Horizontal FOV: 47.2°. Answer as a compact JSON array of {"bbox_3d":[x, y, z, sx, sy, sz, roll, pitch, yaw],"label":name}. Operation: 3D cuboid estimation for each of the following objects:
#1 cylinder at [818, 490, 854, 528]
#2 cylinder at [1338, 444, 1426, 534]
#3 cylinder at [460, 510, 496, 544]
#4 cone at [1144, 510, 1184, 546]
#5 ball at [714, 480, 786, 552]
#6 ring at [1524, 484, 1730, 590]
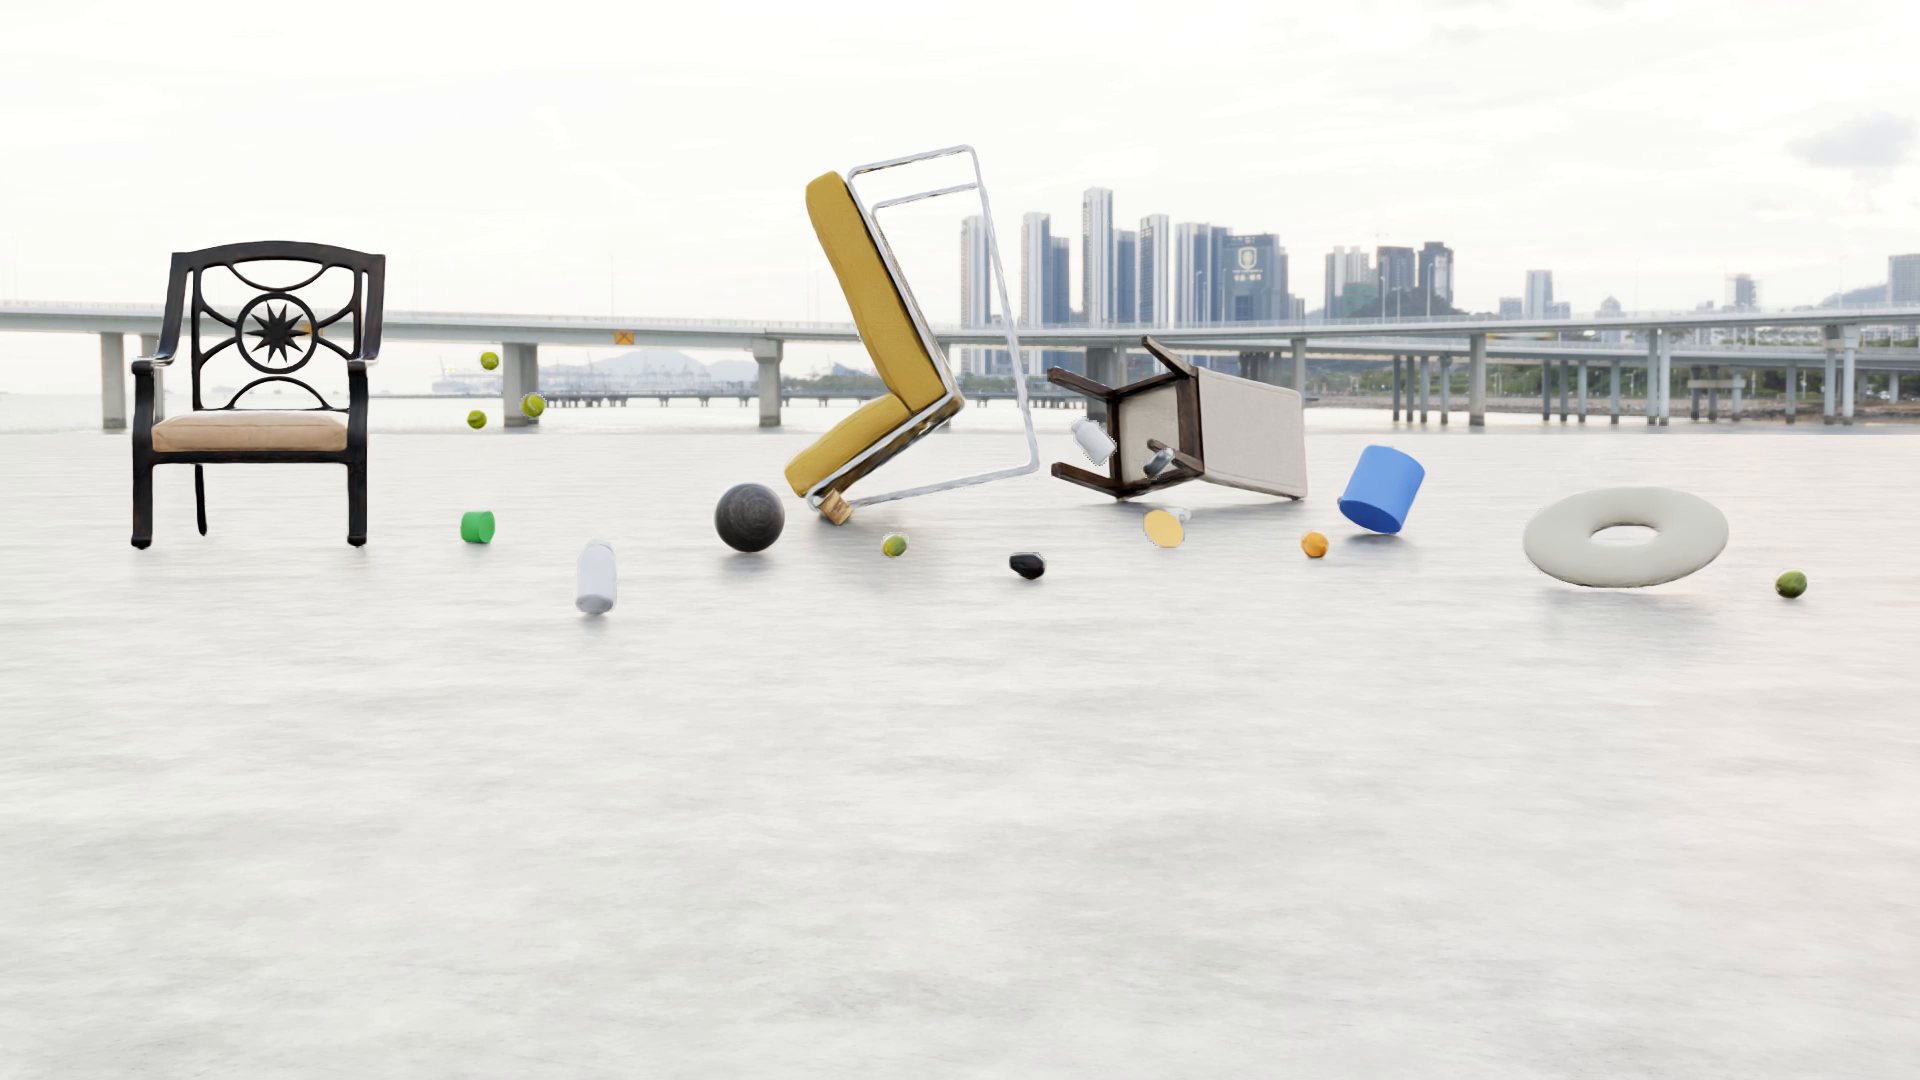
[{"bbox_3d":[-0.401,-0.102,7.090,0.081,0.095,0.044,-47,14,-16],"label":"cylinder"},{"bbox_3d":[1.304,-0.156,6.798,0.204,0.201,0.196,23,-18,15],"label":"cylinder"},{"bbox_3d":[-1.409,-0.040,6.429,0.073,0.096,0.070,2,-5,32],"label":"cylinder"},{"bbox_3d":[0.592,-0.008,6.241,0.128,0.089,0.169,44,-2,22],"label":"cone"},{"bbox_3d":[-0.578,-0.063,6.030,0.197,0.197,0.197,0,4,0],"label":"ball"},{"bbox_3d":[1.507,-0.010,4.985,0.451,0.073,0.417,-1,30,23],"label":"ring"}]
